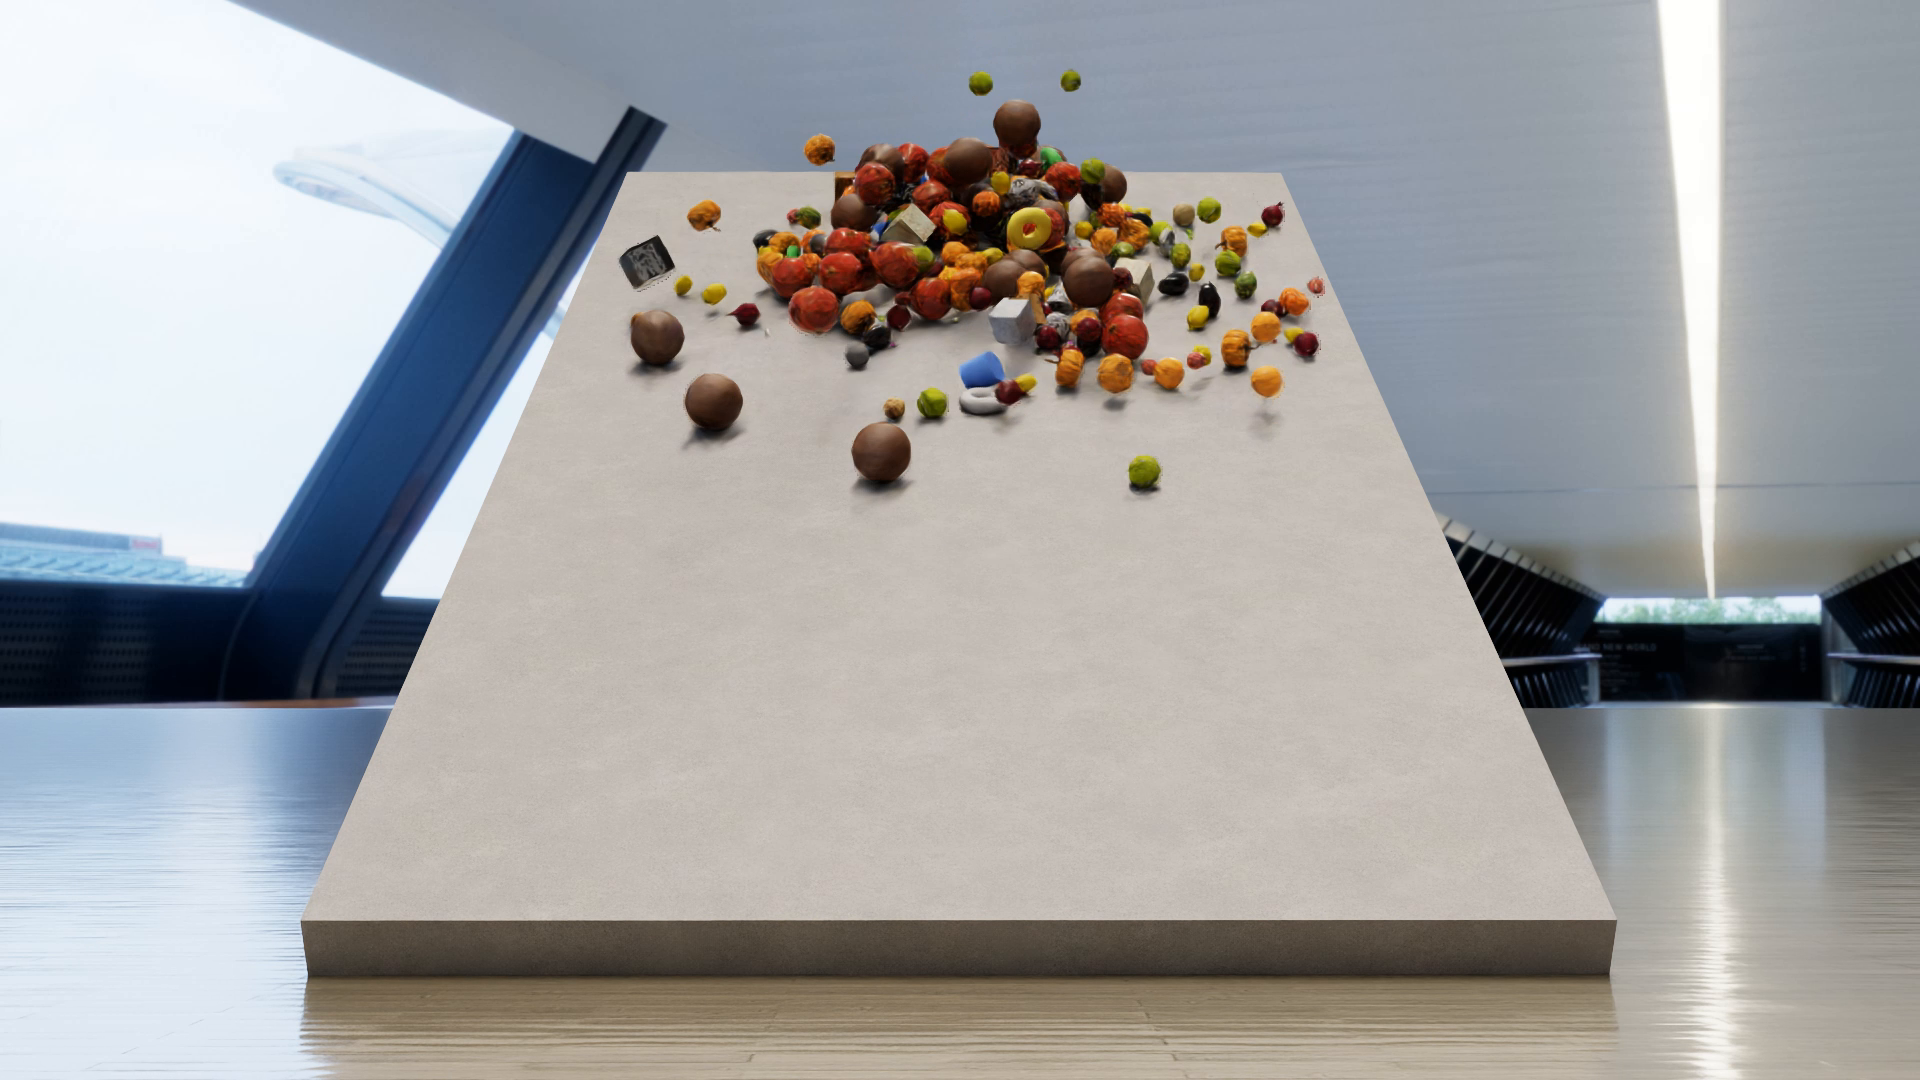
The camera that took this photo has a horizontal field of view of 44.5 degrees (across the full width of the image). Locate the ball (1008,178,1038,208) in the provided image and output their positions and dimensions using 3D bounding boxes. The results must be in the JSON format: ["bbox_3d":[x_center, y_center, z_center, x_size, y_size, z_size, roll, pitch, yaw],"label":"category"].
[{"bbox_3d":[0.172,-0.946,6.387,0.084,0.084,0.084,0,-4,0],"label":"ball"}]

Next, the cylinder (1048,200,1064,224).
[{"bbox_3d":[0.246,-0.948,6.668,0.078,0.078,0.078,-2,-12,21],"label":"cylinder"}]

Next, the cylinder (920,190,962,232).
[{"bbox_3d":[-0.055,-0.929,6.625,0.087,0.087,0.087,-47,23,-28],"label":"cylinder"}]

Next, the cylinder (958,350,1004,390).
[{"bbox_3d":[0.051,-0.392,5.485,0.077,0.077,0.077,-25,-14,23],"label":"cylinder"}]

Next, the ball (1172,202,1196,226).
[{"bbox_3d":[0.639,-0.929,6.683,0.068,0.068,0.068,0,-4,0],"label":"ball"}]

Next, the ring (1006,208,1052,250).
[{"bbox_3d":[0.180,-0.811,6.111,0.121,0.121,0.040,1,34,-20],"label":"ring"}]

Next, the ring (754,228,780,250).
[{"bbox_3d":[-0.534,-0.831,6.467,0.077,0.026,0.077,-19,-26,-10],"label":"ring"}]

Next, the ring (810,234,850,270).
[{"bbox_3d":[-0.351,-0.776,6.312,0.124,0.041,0.124,31,-15,10],"label":"ring"}]

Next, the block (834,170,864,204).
[{"bbox_3d":[-0.327,-1.035,6.890,0.080,0.080,0.080,0,25,1],"label":"block"}]

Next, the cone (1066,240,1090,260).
[{"bbox_3d":[0.334,-0.778,6.407,0.063,0.063,0.063,25,-12,-17],"label":"cone"}]

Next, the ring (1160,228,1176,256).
[{"bbox_3d":[0.569,-0.818,6.442,0.026,0.077,0.077,6,-1,28],"label":"ring"}]

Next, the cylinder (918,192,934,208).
[{"bbox_3d":[-0.093,-0.964,6.747,0.051,0.051,0.051,-46,-16,10],"label":"cylinder"}]

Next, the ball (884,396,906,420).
[{"bbox_3d":[-0.150,-0.302,5.368,0.051,0.051,0.051,0,-4,0],"label":"ball"}]

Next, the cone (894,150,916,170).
[{"bbox_3d":[-0.176,-1.114,6.964,0.065,0.065,0.065,-34,-25,35],"label":"cone"}]

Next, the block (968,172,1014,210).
[{"bbox_3d":[0.093,-0.999,6.719,0.096,0.096,0.096,1,9,34],"label":"block"}]

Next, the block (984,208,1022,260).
[{"bbox_3d":[0.138,-0.830,6.358,0.096,0.096,0.096,-33,8,17],"label":"block"}]

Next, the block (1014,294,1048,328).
[{"bbox_3d":[0.152,-0.557,5.775,0.078,0.078,0.078,-21,-7,32],"label":"block"}]

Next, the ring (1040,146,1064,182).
[{"bbox_3d":[0.268,-1.082,6.759,0.036,0.109,0.109,-26,1,-11],"label":"ring"}]

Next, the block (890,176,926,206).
[{"bbox_3d":[-0.149,-0.998,6.705,0.066,0.066,0.066,25,-5,-33],"label":"block"}]

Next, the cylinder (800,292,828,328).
[{"bbox_3d":[-0.368,-0.579,5.904,0.065,0.065,0.065,-5,-28,-3],"label":"cylinder"}]

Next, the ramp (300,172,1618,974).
[{"bbox_3d":[-0.009,-0.229,5.390,2.000,0.100,4.000,0,25,0],"label":"ramp"}]

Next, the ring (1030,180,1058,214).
[{"bbox_3d":[0.226,-0.958,6.559,0.110,0.110,0.037,-3,39,41],"label":"ring"}]

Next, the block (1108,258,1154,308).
[{"bbox_3d":[0.444,-0.666,6.068,0.086,0.086,0.086,12,-37,23],"label":"block"}]

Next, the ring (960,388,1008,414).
[{"bbox_3d":[0.055,-0.323,5.428,0.114,0.038,0.114,-1,24,0],"label":"ring"}]

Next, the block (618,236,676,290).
[{"bbox_3d":[-0.803,-0.710,6.010,0.092,0.092,0.092,-30,3,-28],"label":"block"}]

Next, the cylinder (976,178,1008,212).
[{"bbox_3d":[0.094,-0.972,6.615,0.069,0.069,0.069,-39,2,-8],"label":"cylinder"}]

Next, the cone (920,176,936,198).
[{"bbox_3d":[-0.104,-1.037,6.887,0.083,0.083,0.083,-1,27,0],"label":"cone"}]

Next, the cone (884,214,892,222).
[{"bbox_3d":[-0.212,-0.888,6.638,0.054,0.054,0.054,-27,-3,-3],"label":"cone"}]

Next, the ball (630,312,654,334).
[{"bbox_3d":[-0.796,-0.543,5.870,0.056,0.056,0.056,0,-4,0],"label":"ball"}]

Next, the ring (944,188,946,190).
[{"bbox_3d":[-0.007,-1.032,6.932,0.082,0.027,0.082,-3,38,2],"label":"ring"}]

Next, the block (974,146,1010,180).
[{"bbox_3d":[0.088,-1.060,6.578,0.086,0.086,0.086,3,11,-5],"label":"block"}]

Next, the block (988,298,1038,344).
[{"bbox_3d":[0.127,-0.524,5.608,0.076,0.076,0.076,7,43,30],"label":"block"}]

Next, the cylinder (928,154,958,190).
[{"bbox_3d":[-0.052,-1.099,7.018,0.087,0.087,0.087,0,25,-1],"label":"cylinder"}]

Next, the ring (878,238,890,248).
[{"bbox_3d":[-0.172,-0.836,6.516,0.109,0.036,0.109,-1,22,0],"label":"ring"}]

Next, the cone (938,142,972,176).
[{"bbox_3d":[0.002,-1.076,6.744,0.095,0.095,0.095,41,-25,-27],"label":"cone"}]

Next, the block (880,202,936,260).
[{"bbox_3d":[-0.139,-0.829,6.307,0.091,0.091,0.091,-36,15,40],"label":"block"}]

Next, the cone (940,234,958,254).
[{"bbox_3d":[-0.030,-0.824,6.471,0.050,0.050,0.050,5,26,-3],"label":"cone"}]

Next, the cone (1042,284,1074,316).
[{"bbox_3d":[0.250,-0.617,5.911,0.079,0.079,0.079,6,-25,3],"label":"cone"}]

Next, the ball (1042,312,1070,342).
[{"bbox_3d":[0.239,-0.531,5.831,0.072,0.072,0.072,0,-4,0],"label":"ball"}]

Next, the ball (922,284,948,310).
[{"bbox_3d":[-0.065,-0.628,6.041,0.068,0.068,0.068,0,-4,0],"label":"ball"}]

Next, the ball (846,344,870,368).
[{"bbox_3d":[-0.247,-0.446,5.665,0.058,0.058,0.058,0,-4,0],"label":"ball"}]

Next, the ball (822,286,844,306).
[{"bbox_3d":[-0.329,-0.631,6.058,0.056,0.056,0.056,0,-4,0],"label":"ball"}]

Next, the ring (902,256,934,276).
[{"bbox_3d":[-0.113,-0.739,6.307,0.088,0.029,0.088,-11,28,6],"label":"ring"}]

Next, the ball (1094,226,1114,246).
[{"bbox_3d":[0.402,-0.847,6.523,0.055,0.055,0.055,0,-4,0],"label":"ball"}]
